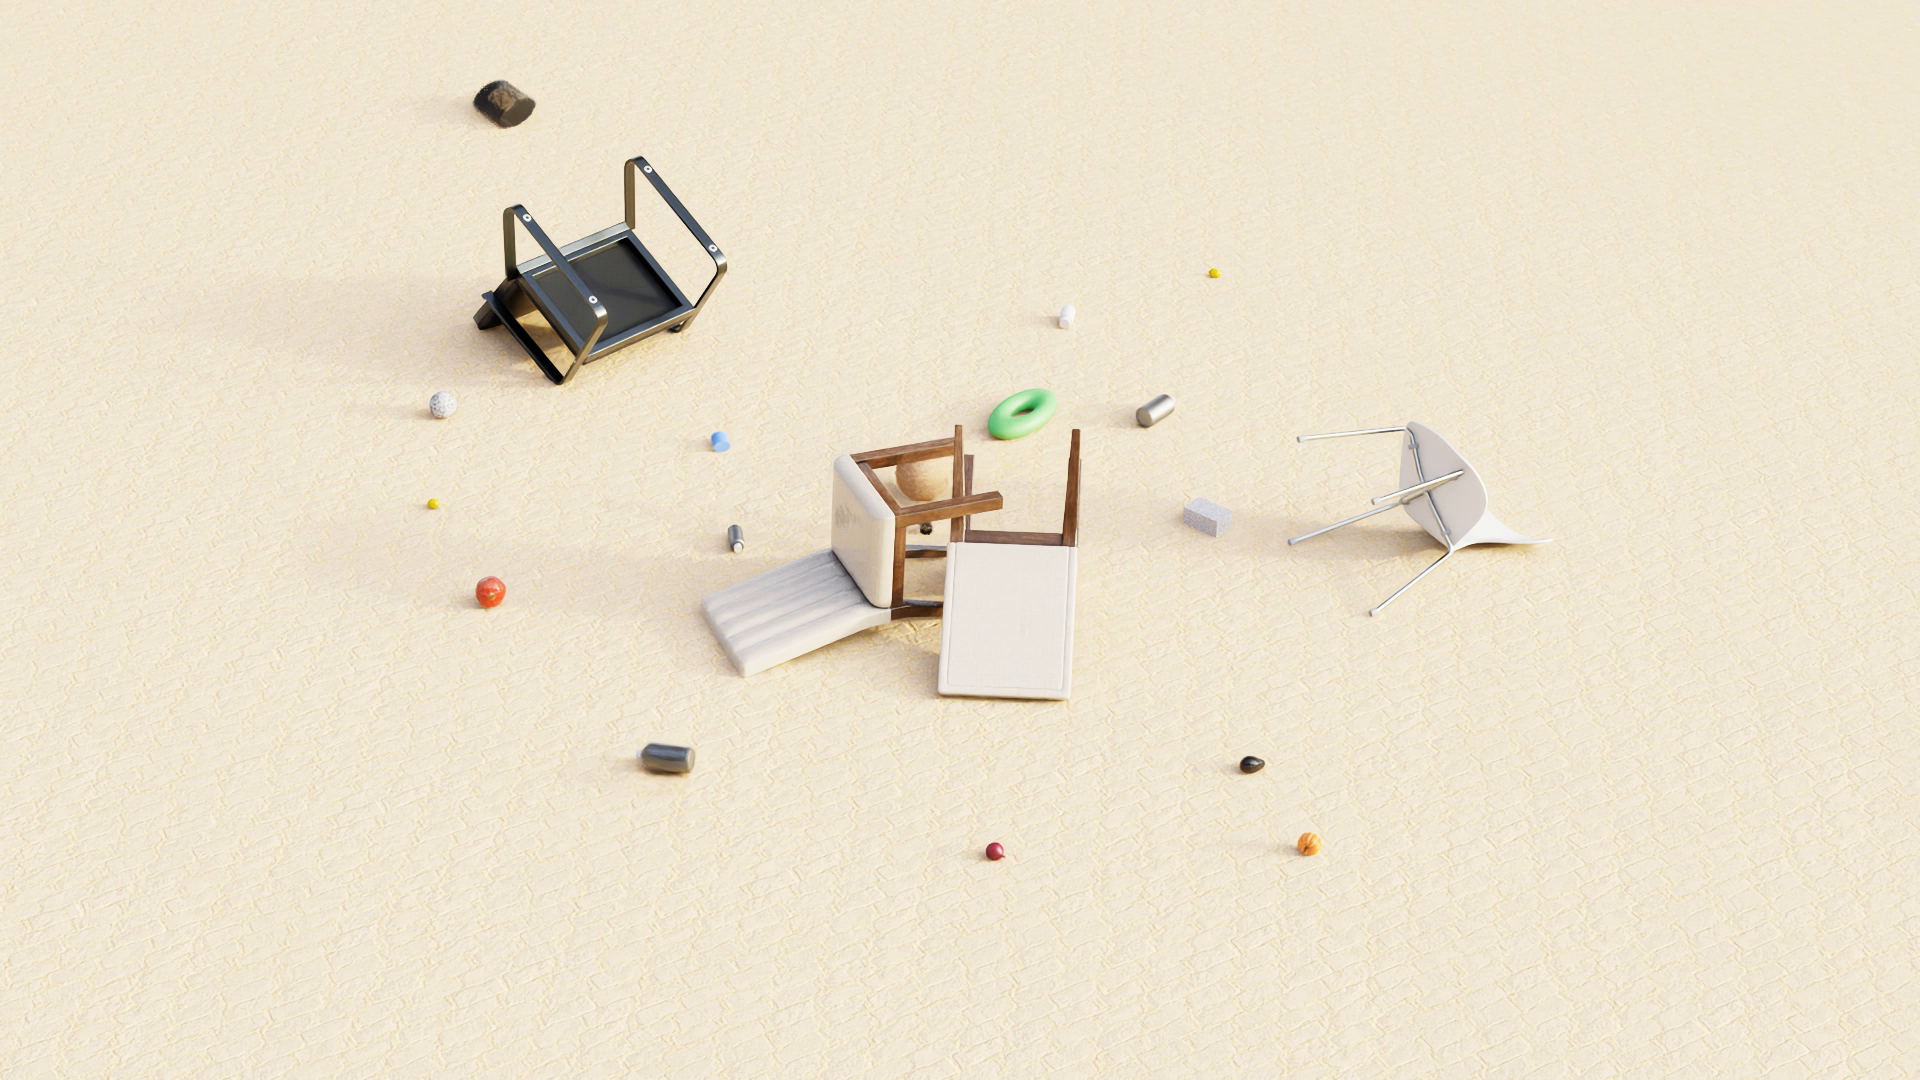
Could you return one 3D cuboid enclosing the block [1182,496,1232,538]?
[{"bbox_3d":[0.930,-0.086,11.008,0.156,0.073,0.096,26,41,33],"label":"block"}]

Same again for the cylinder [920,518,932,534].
[{"bbox_3d":[-0.125,-0.051,10.985,0.045,0.040,0.056,3,33,0],"label":"cylinder"}]

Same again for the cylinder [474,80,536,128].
[{"bbox_3d":[-2.174,-2.082,13.988,0.206,0.116,0.262,-37,45,-17],"label":"cylinder"}]

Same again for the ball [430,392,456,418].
[{"bbox_3d":[-2.056,-0.538,11.662,0.108,0.108,0.108,0,33,0],"label":"ball"}]

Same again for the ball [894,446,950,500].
[{"bbox_3d":[-0.143,-0.254,11.141,0.209,0.209,0.209,0,33,0],"label":"ball"}]

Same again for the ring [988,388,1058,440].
[{"bbox_3d":[0.250,-0.502,11.641,0.213,0.074,0.382,21,39,29],"label":"ring"}]
